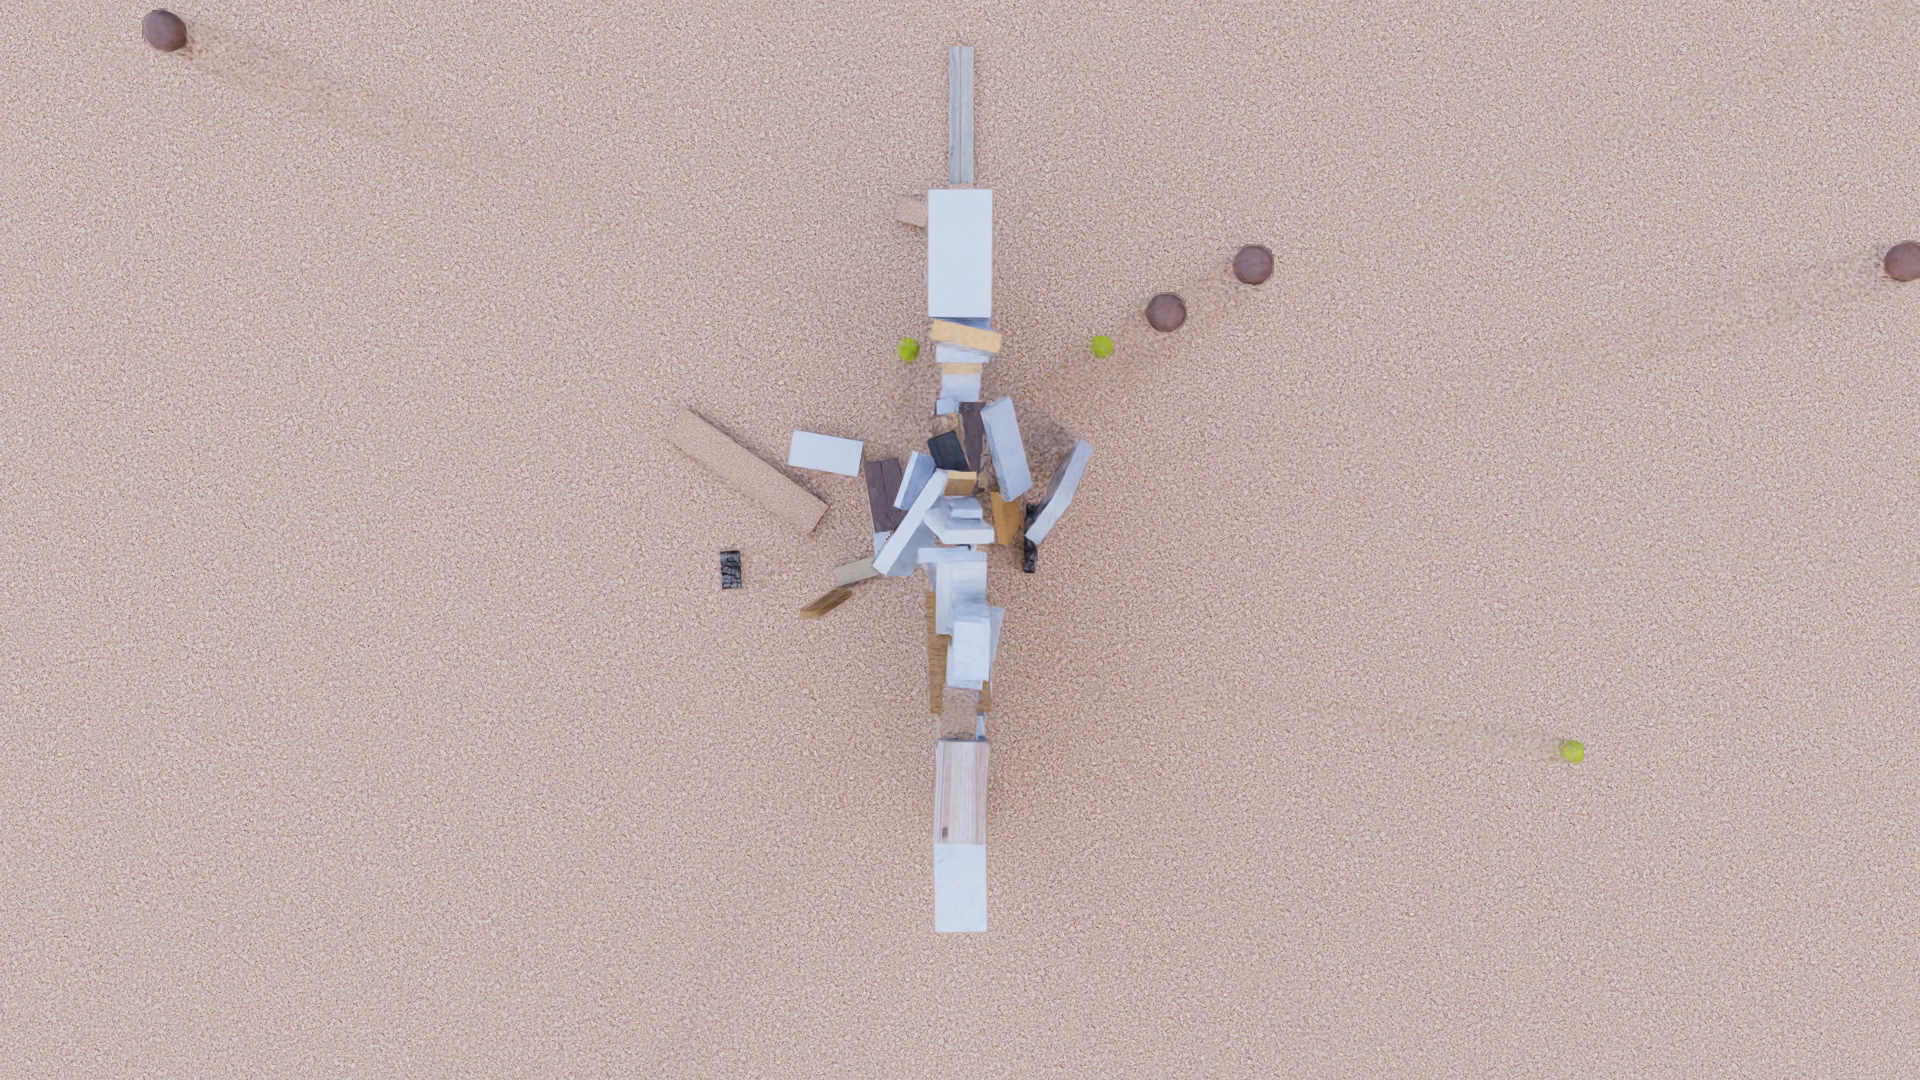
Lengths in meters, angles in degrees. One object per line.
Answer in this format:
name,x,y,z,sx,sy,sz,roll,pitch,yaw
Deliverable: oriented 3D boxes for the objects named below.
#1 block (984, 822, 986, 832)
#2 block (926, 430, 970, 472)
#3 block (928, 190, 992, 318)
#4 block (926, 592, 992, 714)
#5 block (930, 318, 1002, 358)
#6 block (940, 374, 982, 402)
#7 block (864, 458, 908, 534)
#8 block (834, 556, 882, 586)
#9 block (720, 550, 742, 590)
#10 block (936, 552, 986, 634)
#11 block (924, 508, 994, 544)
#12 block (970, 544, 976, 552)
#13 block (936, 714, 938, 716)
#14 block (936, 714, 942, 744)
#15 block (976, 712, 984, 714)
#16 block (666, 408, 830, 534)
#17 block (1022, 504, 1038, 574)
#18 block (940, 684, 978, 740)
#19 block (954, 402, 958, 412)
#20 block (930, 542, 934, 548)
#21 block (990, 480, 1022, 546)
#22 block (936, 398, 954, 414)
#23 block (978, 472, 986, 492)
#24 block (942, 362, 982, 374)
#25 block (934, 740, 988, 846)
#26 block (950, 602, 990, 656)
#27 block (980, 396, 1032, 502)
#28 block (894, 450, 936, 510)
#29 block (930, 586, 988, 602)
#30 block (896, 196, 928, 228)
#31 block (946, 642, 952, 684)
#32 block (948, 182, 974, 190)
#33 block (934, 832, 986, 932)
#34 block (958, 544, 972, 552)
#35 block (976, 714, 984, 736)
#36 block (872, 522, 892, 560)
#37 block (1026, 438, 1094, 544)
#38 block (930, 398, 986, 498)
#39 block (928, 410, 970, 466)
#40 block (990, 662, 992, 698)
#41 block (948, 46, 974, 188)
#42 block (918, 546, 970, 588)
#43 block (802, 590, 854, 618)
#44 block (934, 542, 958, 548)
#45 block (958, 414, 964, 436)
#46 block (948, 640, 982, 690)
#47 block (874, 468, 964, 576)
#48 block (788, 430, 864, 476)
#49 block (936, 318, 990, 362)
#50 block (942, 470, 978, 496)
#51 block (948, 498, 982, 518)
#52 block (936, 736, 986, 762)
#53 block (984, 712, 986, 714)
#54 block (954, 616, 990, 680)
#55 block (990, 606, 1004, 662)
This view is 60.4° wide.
block,0.001,0.769,4.664,0.137,0.386,0.039,-1,92,0
block,-0.028,-0.241,5.085,0.090,0.026,0.181,-20,113,6
block,0.000,-0.729,4.202,0.160,0.045,0.320,0,96,0
block,-0.004,0.322,4.784,0.176,0.050,0.351,-2,90,0
block,0.014,-0.534,4.388,0.179,0.358,0.051,12,94,-2
block,0.005,-0.516,5.050,0.117,0.235,0.033,3,51,-3
block,-0.243,-0.147,5.471,0.117,0.033,0.233,-10,84,0
block,-0.255,0.078,5.491,0.322,0.018,0.063,-16,90,0
block,-0.763,0.100,5.491,0.063,0.018,0.126,-3,90,0
block,0.003,0.153,4.654,0.140,0.040,0.279,1,130,0
block,-0.006,-0.041,4.720,0.140,0.279,0.040,-2,104,-13
block,0.010,-0.006,5.410,0.093,0.186,0.026,6,65,0
block,-0.001,0.600,5.350,0.150,0.301,0.043,0,90,0
block,0.001,0.701,5.178,0.150,0.043,0.301,1,90,0
block,0.010,0.496,4.918,0.119,0.272,0.034,-1,111,0
block,-0.706,-0.228,5.483,0.578,0.033,0.117,34,90,0
block,0.232,-0.006,5.443,0.032,0.114,0.229,3,90,-1
block,-0.003,0.481,4.615,0.098,0.196,0.028,5,126,-2
block,-0.030,-0.376,5.125,0.053,0.015,0.106,-1,93,0
block,-0.054,0.074,5.267,0.070,0.020,0.140,-8,109,5
block,0.150,-0.106,5.346,0.032,0.229,0.114,12,47,23
block,-0.042,-0.381,5.091,0.053,0.015,0.106,-5,96,1
block,0.001,-0.186,5.341,0.159,0.318,0.045,0,89,0
block,0.007,-0.608,4.910,0.117,0.033,0.235,0,119,0
block,0.003,0.681,4.454,0.137,0.039,0.274,3,88,0
block,0.028,0.263,4.634,0.091,0.026,0.183,8,118,0
block,0.147,-0.288,5.199,0.114,0.032,0.314,-36,122,-38
block,-0.137,-0.179,5.100,0.026,0.090,0.181,24,97,40
block,-0.007,0.190,5.053,0.176,0.489,0.050,-2,94,0
block,-0.125,-1.081,5.477,0.163,0.023,0.081,15,90,8
block,0.008,0.386,4.718,0.091,0.026,0.183,3,108,1
block,0.010,-1.098,5.465,0.081,0.023,0.163,-7,90,0
block,0.001,0.937,4.558,0.140,0.040,0.280,-1,91,0
block,-0.015,-0.051,5.247,0.093,0.026,0.186,7,108,39
block,0.009,0.626,4.770,0.119,0.034,0.238,-1,91,0
block,-0.254,0.003,5.480,0.063,0.018,0.126,-5,80,1
block,0.318,-0.159,5.238,0.051,0.494,0.179,34,116,-3
block,-0.013,-0.277,5.159,0.159,0.045,0.318,6,90,0
block,-0.034,-0.302,5.086,0.090,0.026,0.181,-13,114,3
block,0.006,0.388,4.985,0.176,0.351,0.050,0,106,0
block,0.004,-1.314,5.488,0.081,0.023,0.650,0,90,0
block,-0.029,0.085,4.924,0.139,0.646,0.040,-2,82,3
block,-0.436,0.208,5.414,0.165,0.082,0.023,-34,111,-41
block,-0.034,0.070,5.244,0.070,0.020,0.140,-8,109,5
block,-0.015,-0.335,5.112,0.053,0.015,0.106,-6,97,1
block,0.024,0.330,4.636,0.098,0.028,0.196,7,121,1
block,-0.110,-0.051,4.988,0.051,0.179,0.358,39,104,20
block,-0.445,-0.288,5.483,0.233,0.033,0.117,10,90,0
block,0.008,-0.641,4.577,0.147,0.042,0.293,0,98,0
block,-0.002,-0.162,4.789,0.082,0.165,0.023,1,74,-7
block,0.013,-0.094,4.734,0.082,0.165,0.023,1,103,-6
block,0.005,0.584,4.616,0.137,0.274,0.039,-1,90,0
block,0.004,0.397,5.182,0.148,0.042,0.297,0,90,0
block,0.033,0.302,4.585,0.098,0.028,0.196,2,121,4
block,0.066,0.265,4.693,0.091,0.026,0.183,9,127,-1
